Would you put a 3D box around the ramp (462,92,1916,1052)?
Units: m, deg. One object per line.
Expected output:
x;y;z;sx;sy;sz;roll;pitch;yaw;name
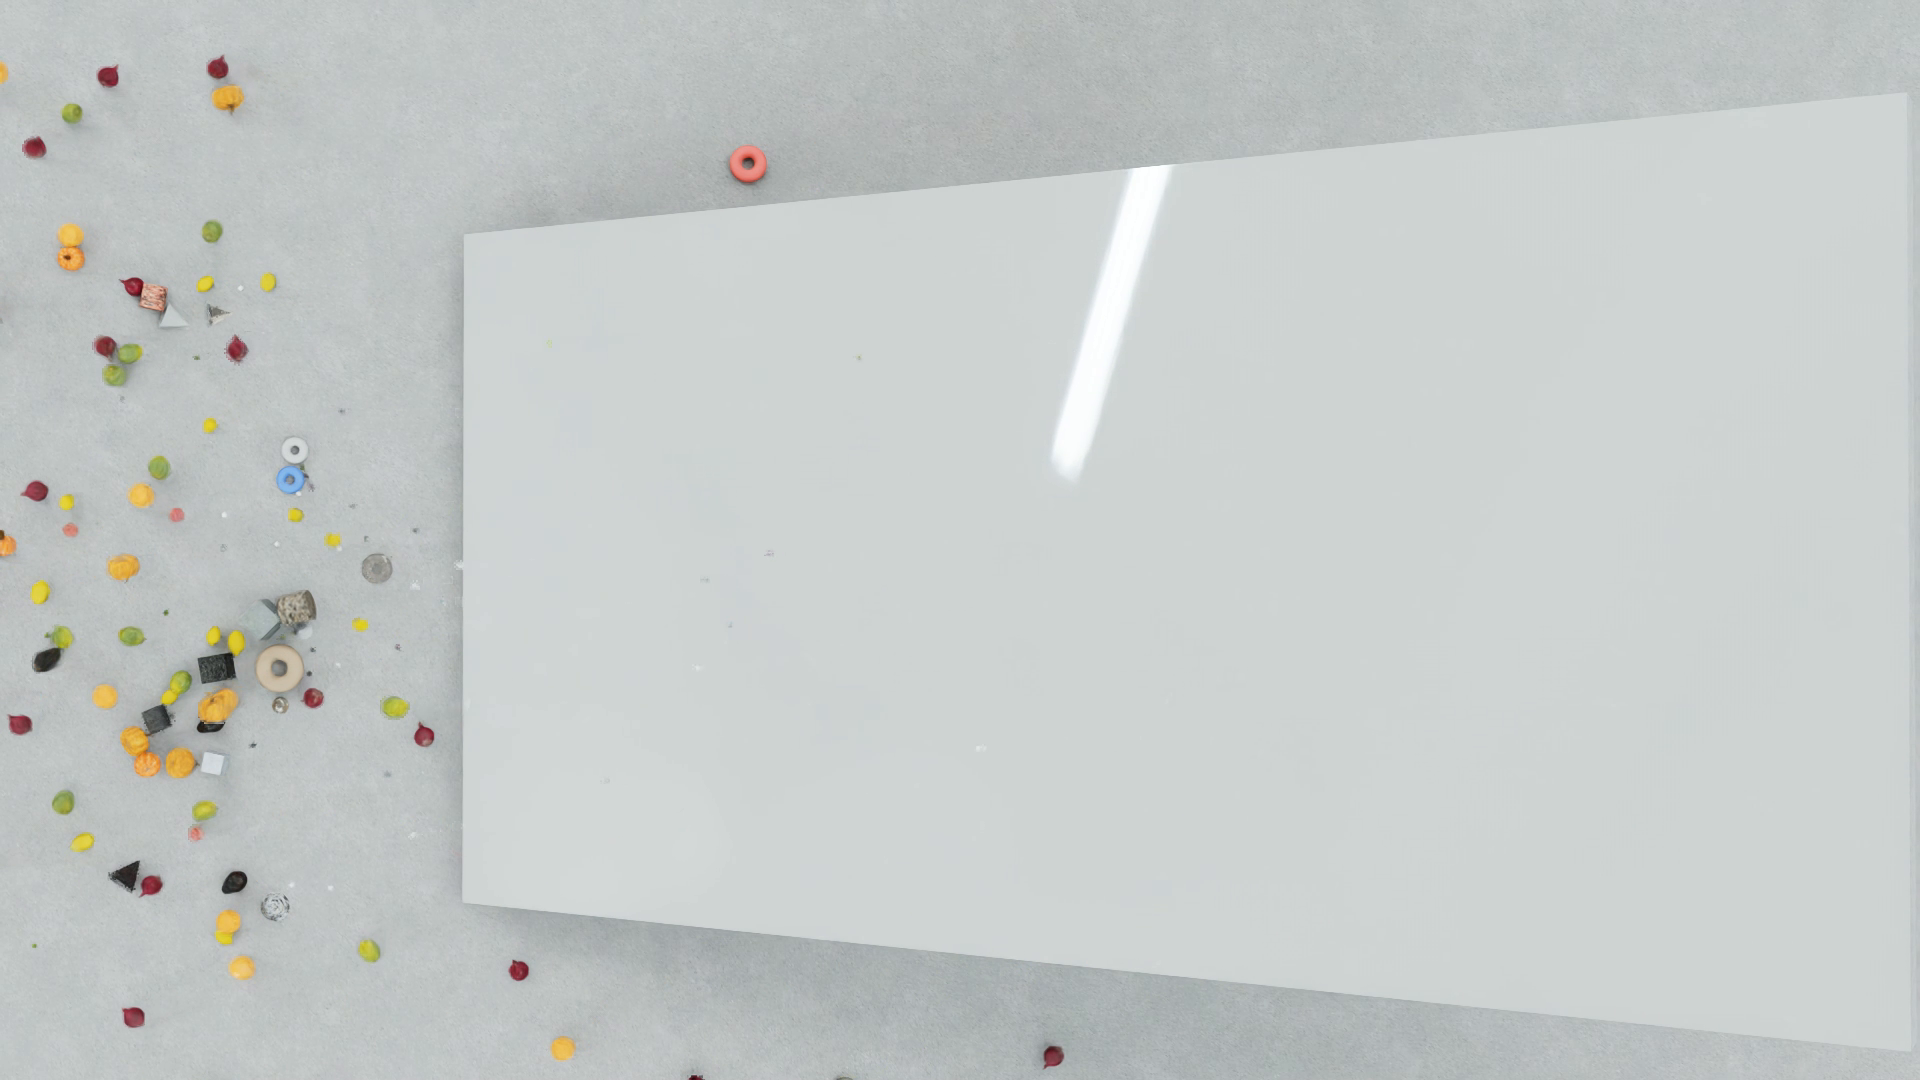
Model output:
0.270;0.075;5.626;4.000;0.100;2.000;0;89;30;ramp

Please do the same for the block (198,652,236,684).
-2.239;0.386;6.627;0.079;0.079;0.079;-10;89;0;block

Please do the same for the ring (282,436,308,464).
-2.014;-0.272;6.659;0.081;0.027;0.081;0;91;1;ring

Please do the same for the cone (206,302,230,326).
-2.240;-0.683;6.661;0.072;0.072;0.072;-6;89;-27;cone

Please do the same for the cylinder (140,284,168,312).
-2.435;-0.733;6.641;0.071;0.071;0.071;9;89;0;cylinder

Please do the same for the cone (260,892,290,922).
-2.072;1.110;6.614;0.091;0.091;0.091;0;89;0;cone

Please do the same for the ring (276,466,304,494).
-2.027;-0.182;6.658;0.084;0.028;0.084;0;90;-1;ring

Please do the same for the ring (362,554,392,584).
-1.764;0.087;6.654;0.095;0.032;0.095;0;91;0;ring

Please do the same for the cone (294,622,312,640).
-1.990;0.275;6.641;0.054;0.054;0.054;0;89;0;cone

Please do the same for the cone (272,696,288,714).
-2.060;0.501;6.640;0.052;0.052;0.052;0;89;0;cone

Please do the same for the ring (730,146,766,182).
-0.642;-1.140;6.663;0.114;0.038;0.114;0;88;0;ring

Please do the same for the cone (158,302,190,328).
-2.372;-0.666;6.658;0.082;0.082;0.082;23;89;-26;cone

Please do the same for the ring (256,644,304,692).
-2.055;0.388;6.643;0.148;0.049;0.148;0;88;-1;ring

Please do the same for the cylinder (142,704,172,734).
-2.422;0.541;6.631;0.069;0.069;0.069;-26;84;0;cylinder

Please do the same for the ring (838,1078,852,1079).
-0.348;1.668;6.639;0.093;0.031;0.093;0;90;-1;ring

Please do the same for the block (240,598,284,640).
-2.097;0.240;6.624;0.088;0.088;0.088;45;90;0;block

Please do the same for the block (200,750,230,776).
-2.245;0.672;6.634;0.059;0.059;0.059;12;89;0;block
